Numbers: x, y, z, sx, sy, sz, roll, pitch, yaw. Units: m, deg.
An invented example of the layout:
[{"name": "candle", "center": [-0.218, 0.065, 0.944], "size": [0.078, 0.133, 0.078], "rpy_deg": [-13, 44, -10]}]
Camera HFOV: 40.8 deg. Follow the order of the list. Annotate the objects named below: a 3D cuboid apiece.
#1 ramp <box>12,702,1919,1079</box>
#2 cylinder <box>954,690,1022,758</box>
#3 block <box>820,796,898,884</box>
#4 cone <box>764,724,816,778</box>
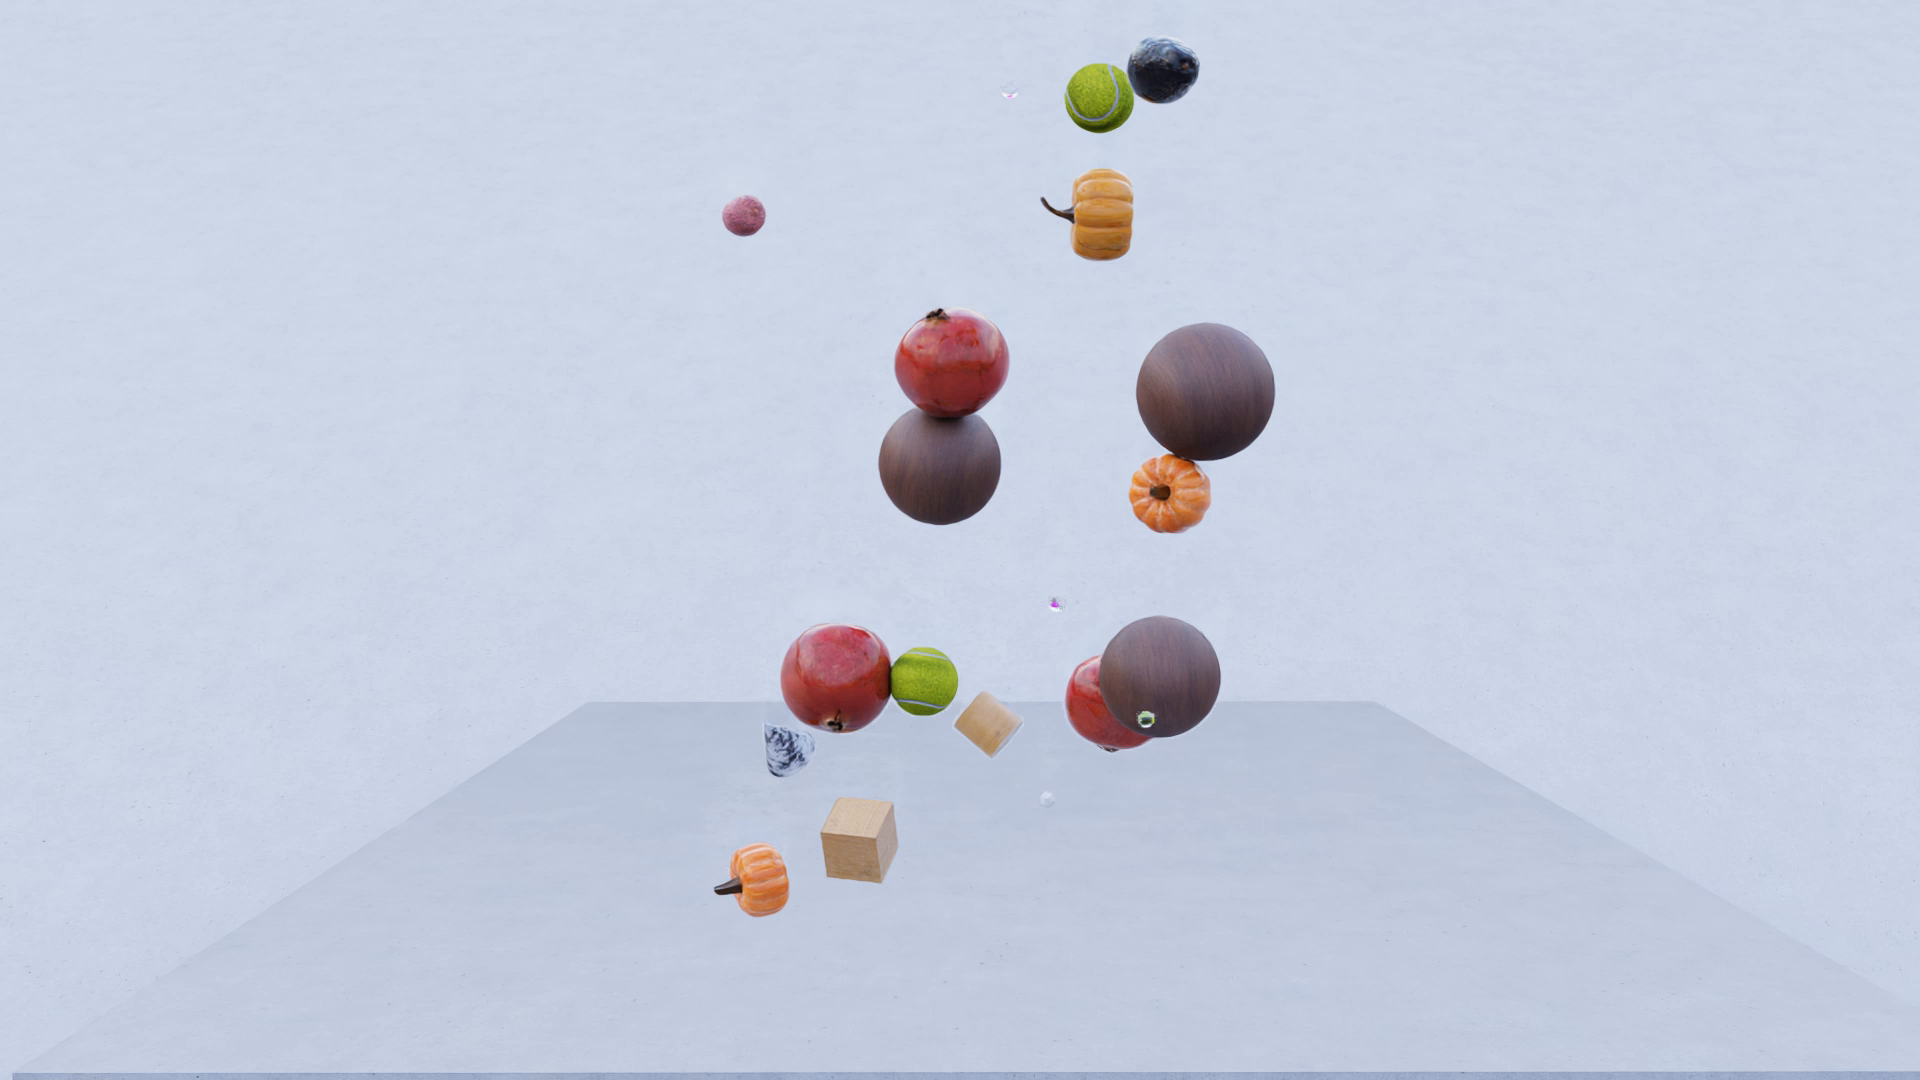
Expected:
[{"name": "ramp", "center": [0.057, 0.519, 4.559], "size": [2.000, 0.100, 4.000], "rpy_deg": [0, 2, 0]}, {"name": "cylinder", "center": [0.032, 0.209, 2.922], "size": [0.055, 0.055, 0.055], "rpy_deg": [40, 37, 9]}, {"name": "block", "center": [-0.107, 0.322, 2.766], "size": [0.062, 0.062, 0.062], "rpy_deg": [4, 33, 16]}, {"name": "cone", "center": [-0.205, 0.223, 2.901], "size": [0.063, 0.063, 0.063], "rpy_deg": [-19, 44, 19]}]
